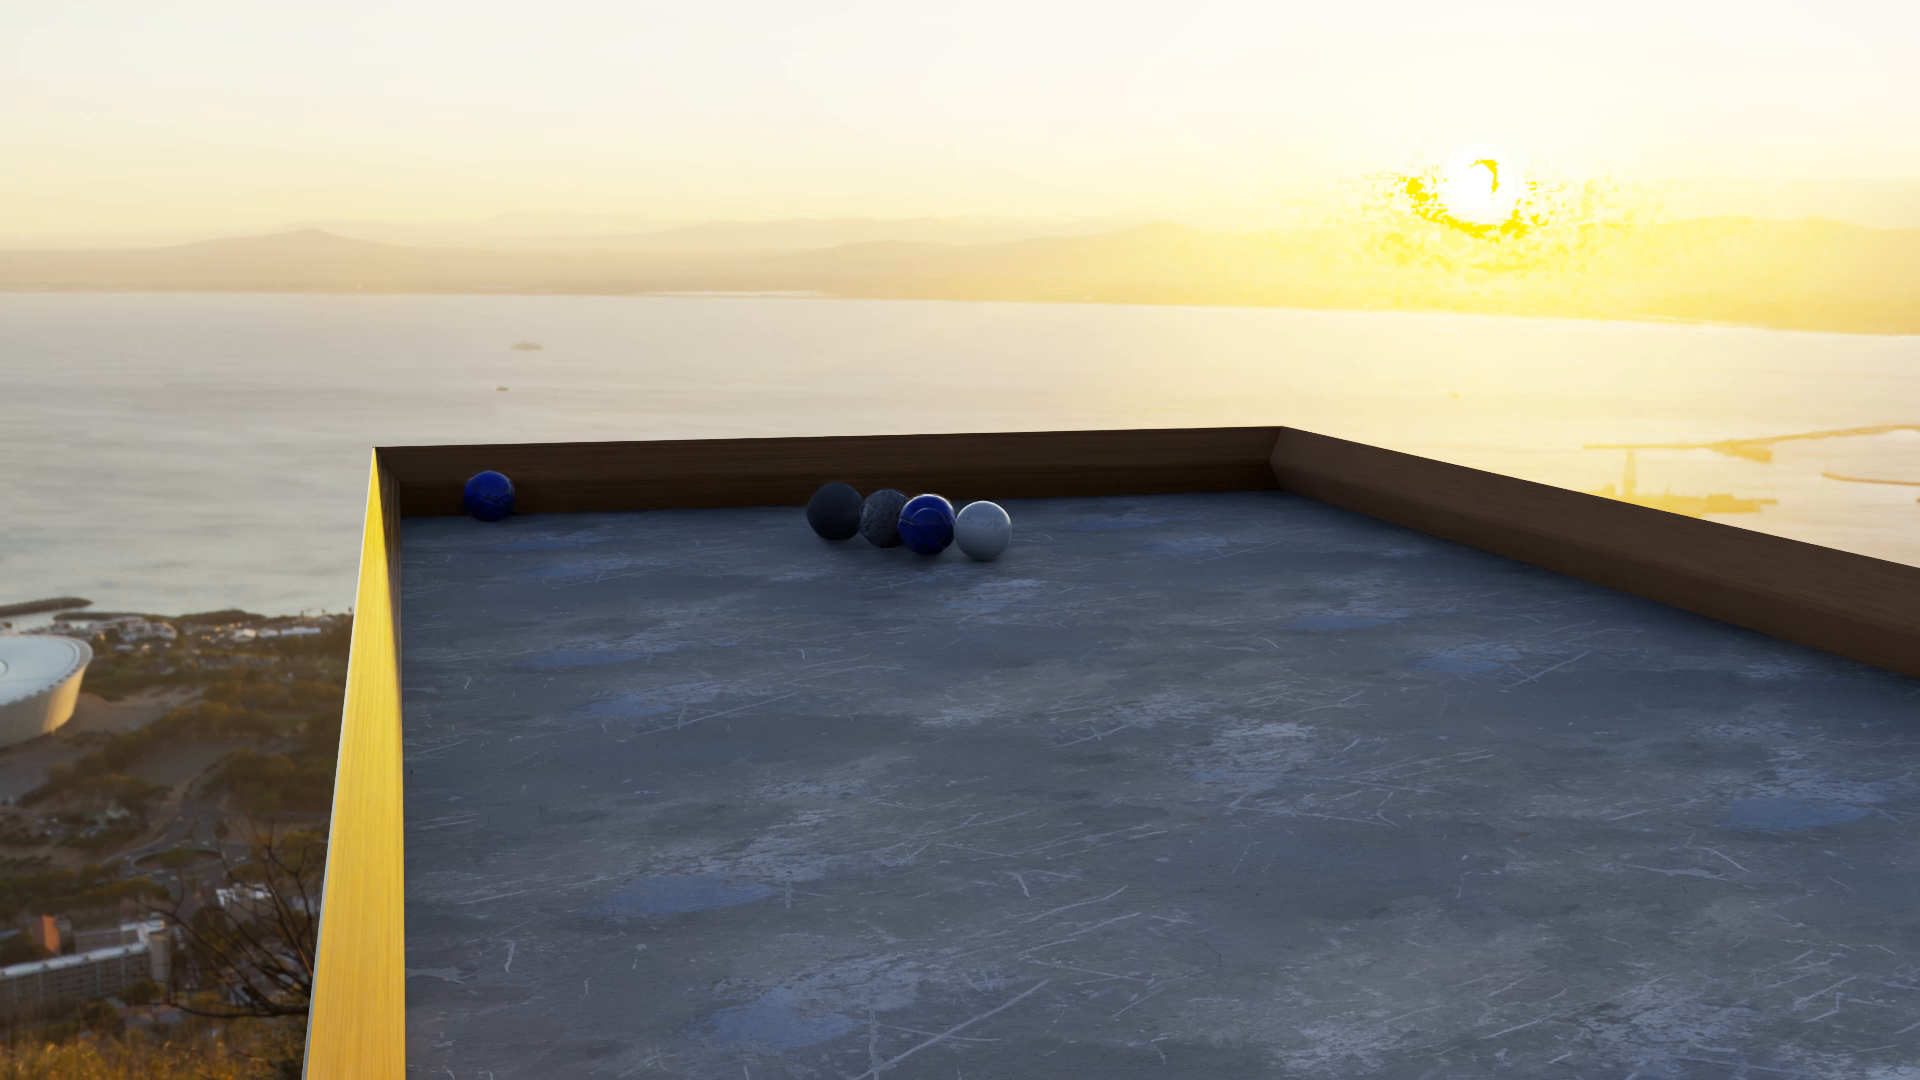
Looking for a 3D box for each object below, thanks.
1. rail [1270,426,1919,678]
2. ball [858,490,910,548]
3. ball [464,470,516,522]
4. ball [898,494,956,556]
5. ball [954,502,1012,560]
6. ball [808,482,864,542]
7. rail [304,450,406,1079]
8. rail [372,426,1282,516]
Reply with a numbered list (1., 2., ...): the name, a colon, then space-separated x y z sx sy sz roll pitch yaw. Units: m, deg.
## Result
1. rail: 1.043 0.066 2.798 0.045 0.128 3.388 -2 8 -14
2. ball: -0.120 -0.034 3.625 0.096 0.096 0.096 0 8 0
3. ball: -0.844 -0.078 3.946 0.093 0.093 0.093 0 8 0
4. ball: -0.051 -0.024 3.549 0.098 0.098 0.098 0 8 0
5. ball: 0.036 -0.015 3.494 0.094 0.094 0.094 0 8 0
6. ball: -0.208 -0.047 3.706 0.099 0.099 0.099 0 8 0
7. rail: -0.627 0.125 2.380 0.045 0.128 3.388 -2 8 -14
8. rail: -0.202 -0.132 4.192 1.770 0.128 0.045 -2 8 -14
